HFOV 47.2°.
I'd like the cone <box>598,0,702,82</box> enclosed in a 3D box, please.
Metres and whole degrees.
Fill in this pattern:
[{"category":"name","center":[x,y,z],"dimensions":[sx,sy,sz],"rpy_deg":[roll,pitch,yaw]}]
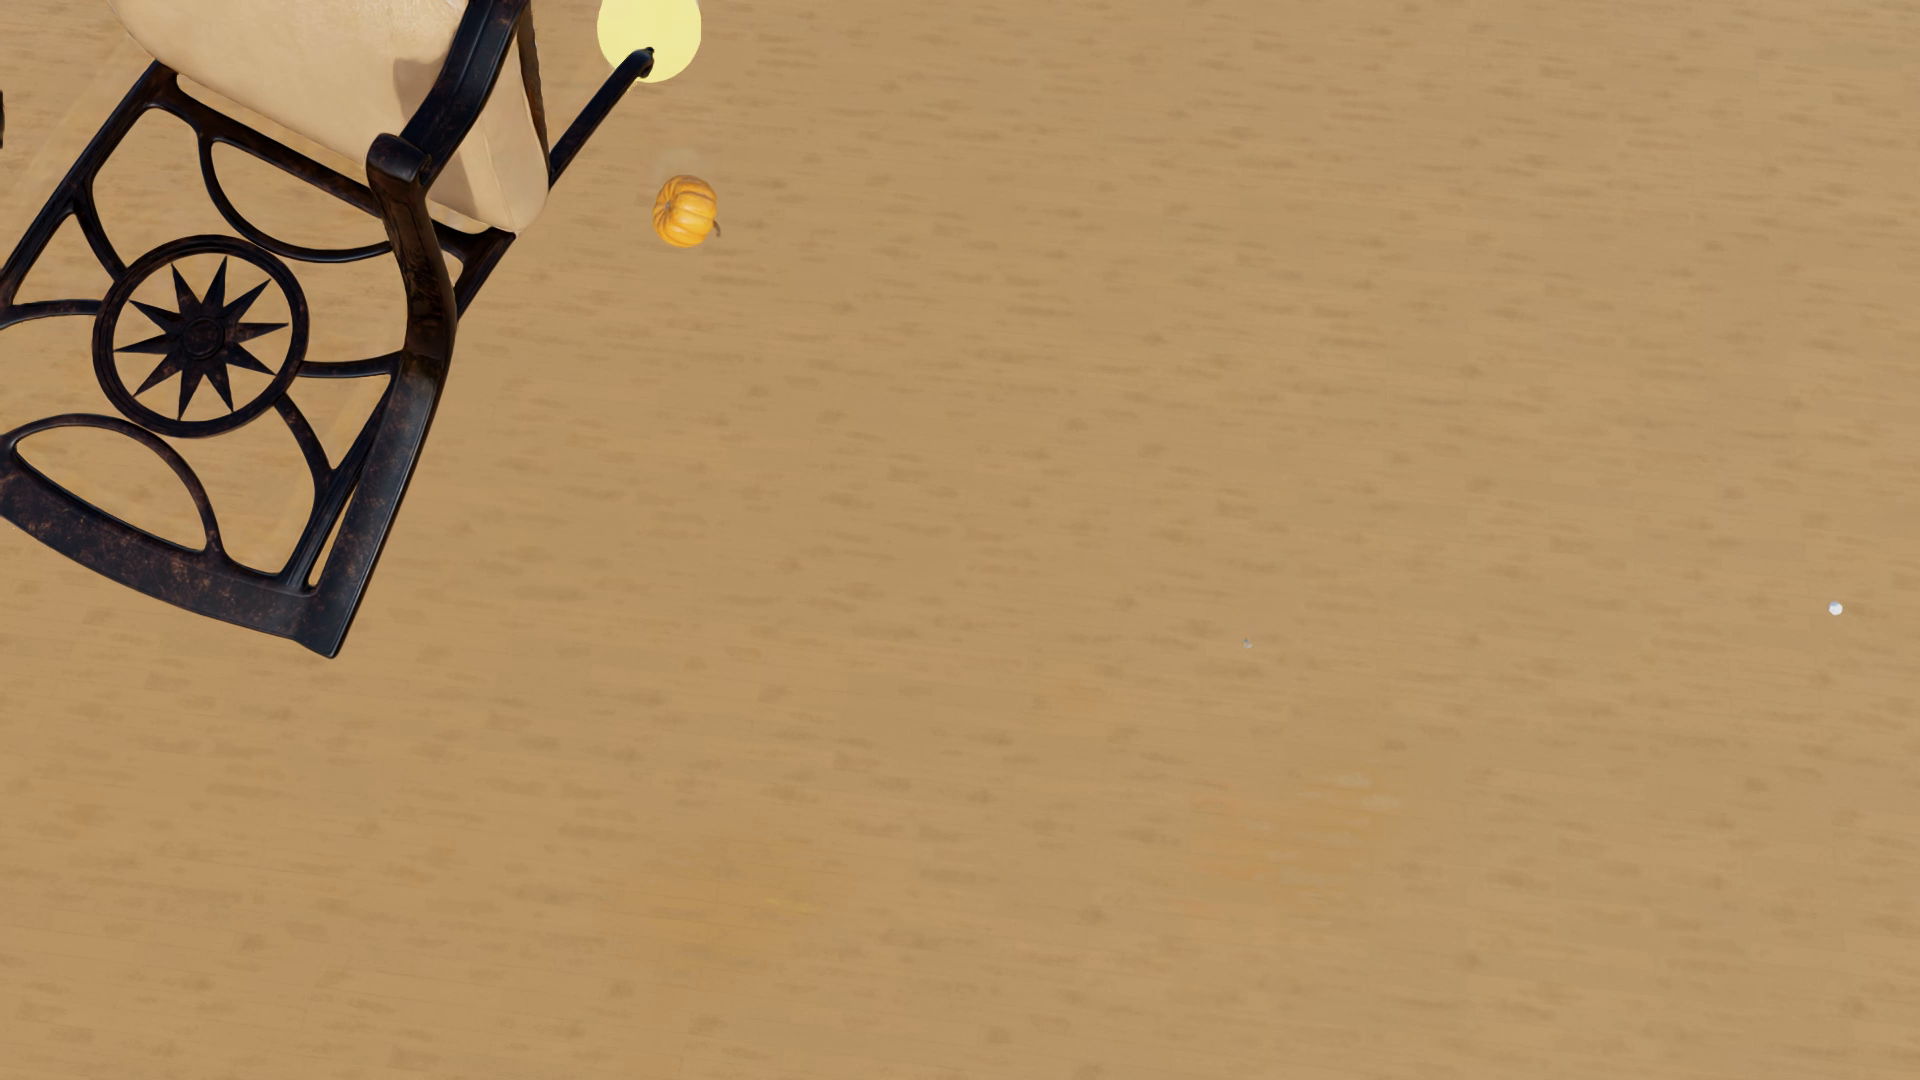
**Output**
[{"category":"cone","center":[-0.679,-1.119,4.821],"dimensions":[0.223,0.094,0.233],"rpy_deg":[21,96,-9]}]
